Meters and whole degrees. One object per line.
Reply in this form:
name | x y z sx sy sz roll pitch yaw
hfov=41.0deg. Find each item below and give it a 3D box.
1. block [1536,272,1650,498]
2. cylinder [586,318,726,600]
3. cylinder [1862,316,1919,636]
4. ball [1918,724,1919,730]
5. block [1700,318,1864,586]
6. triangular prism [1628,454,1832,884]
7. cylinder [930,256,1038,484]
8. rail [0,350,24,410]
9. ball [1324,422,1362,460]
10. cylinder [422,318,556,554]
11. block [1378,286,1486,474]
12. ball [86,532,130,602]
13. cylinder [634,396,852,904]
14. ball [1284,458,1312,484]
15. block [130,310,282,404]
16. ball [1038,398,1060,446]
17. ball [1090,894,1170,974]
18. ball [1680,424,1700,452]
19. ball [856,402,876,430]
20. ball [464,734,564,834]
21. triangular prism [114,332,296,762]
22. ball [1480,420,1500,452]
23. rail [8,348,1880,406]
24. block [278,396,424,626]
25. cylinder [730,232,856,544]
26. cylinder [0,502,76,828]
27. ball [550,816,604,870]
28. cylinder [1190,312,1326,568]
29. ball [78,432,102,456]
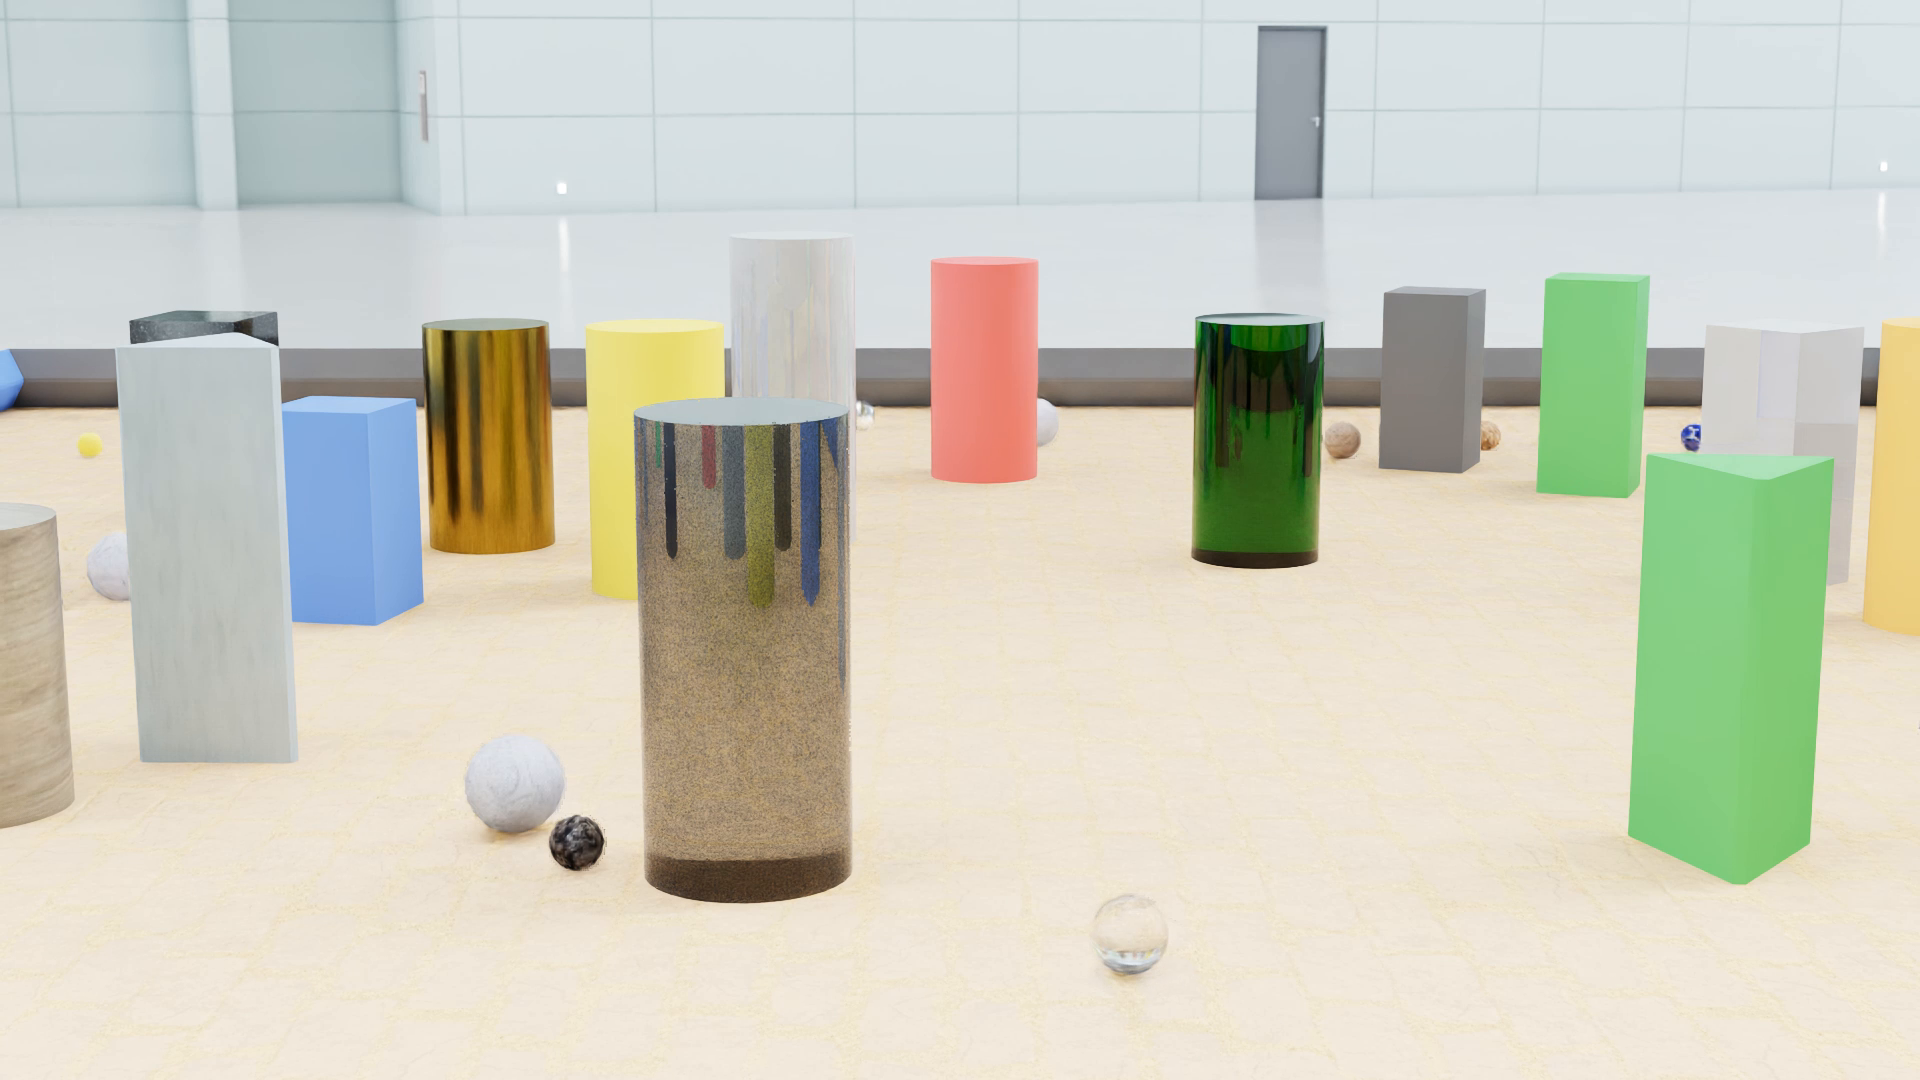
block | 1.087 -0.268 4.405 0.152 0.366 0.152 4 11 22
cylinder | -0.422 -0.115 3.577 0.190 0.368 0.190 0 11 0
cylinder | 1.288 -0.084 3.338 0.190 0.395 0.190 0 11 0
ball | 1.054 0.201 2.756 0.046 0.046 0.046 0 11 0
block | 1.156 -0.122 3.626 0.152 0.363 0.152 -8 13 -37
triangular prism | 0.695 0.108 2.375 0.143 0.368 0.165 8 13 38
cylinder | 0.043 -0.304 4.552 0.190 0.382 0.190 0 11 0
rail | -1.995 0.034 3.438 0.045 0.124 4.160 0 11 0
ball | 0.710 -0.185 4.766 0.070 0.070 0.070 0 11 0
cylinder | -0.717 -0.161 3.908 0.190 0.337 0.190 0 11 0
block | 0.860 -0.294 4.671 0.152 0.319 0.152 5 11 23
ball | -1.144 0.037 3.506 0.095 0.095 0.095 0 11 0
cylinder | -0.193 0.094 2.305 0.190 0.423 0.190 0 11 0
ball | 0.590 -0.119 4.476 0.047 0.047 0.047 0 11 0
block | -1.067 -0.133 3.659 0.152 0.373 0.152 1 11 8
ball | 0.143 -0.226 4.915 0.095 0.095 0.095 0 11 0
ball | 0.137 0.319 2.074 0.064 0.064 0.064 0 11 0
ball | 1.391 -0.194 4.856 0.054 0.054 0.054 0 11 0
ball | -0.200 -0.248 5.132 0.059 0.059 0.059 0 11 0
ball | -0.426 0.233 2.454 0.094 0.094 0.094 0 11 0
triangular prism | -0.782 0.005 2.736 0.165 0.439 0.143 0 11 1
ball | 0.995 -0.197 4.863 0.058 0.058 0.058 0 11 0
rail | -0.012 -0.345 5.471 4.038 0.124 0.045 0 11 0
block | -0.823 -0.042 3.422 0.152 0.280 0.152 2 11 12
cylinder | -0.254 -0.231 3.926 0.190 0.468 0.190 0 11 0
cylinder | -0.978 0.122 2.519 0.190 0.290 0.190 0 11 0
ball | -0.350 0.276 2.343 0.050 0.050 0.050 0 11 0
cylinder | 0.440 -0.150 3.797 0.190 0.355 0.190 0 11 0
ball | -1.626 -0.178 4.794 0.046 0.046 0.046 0 11 0
